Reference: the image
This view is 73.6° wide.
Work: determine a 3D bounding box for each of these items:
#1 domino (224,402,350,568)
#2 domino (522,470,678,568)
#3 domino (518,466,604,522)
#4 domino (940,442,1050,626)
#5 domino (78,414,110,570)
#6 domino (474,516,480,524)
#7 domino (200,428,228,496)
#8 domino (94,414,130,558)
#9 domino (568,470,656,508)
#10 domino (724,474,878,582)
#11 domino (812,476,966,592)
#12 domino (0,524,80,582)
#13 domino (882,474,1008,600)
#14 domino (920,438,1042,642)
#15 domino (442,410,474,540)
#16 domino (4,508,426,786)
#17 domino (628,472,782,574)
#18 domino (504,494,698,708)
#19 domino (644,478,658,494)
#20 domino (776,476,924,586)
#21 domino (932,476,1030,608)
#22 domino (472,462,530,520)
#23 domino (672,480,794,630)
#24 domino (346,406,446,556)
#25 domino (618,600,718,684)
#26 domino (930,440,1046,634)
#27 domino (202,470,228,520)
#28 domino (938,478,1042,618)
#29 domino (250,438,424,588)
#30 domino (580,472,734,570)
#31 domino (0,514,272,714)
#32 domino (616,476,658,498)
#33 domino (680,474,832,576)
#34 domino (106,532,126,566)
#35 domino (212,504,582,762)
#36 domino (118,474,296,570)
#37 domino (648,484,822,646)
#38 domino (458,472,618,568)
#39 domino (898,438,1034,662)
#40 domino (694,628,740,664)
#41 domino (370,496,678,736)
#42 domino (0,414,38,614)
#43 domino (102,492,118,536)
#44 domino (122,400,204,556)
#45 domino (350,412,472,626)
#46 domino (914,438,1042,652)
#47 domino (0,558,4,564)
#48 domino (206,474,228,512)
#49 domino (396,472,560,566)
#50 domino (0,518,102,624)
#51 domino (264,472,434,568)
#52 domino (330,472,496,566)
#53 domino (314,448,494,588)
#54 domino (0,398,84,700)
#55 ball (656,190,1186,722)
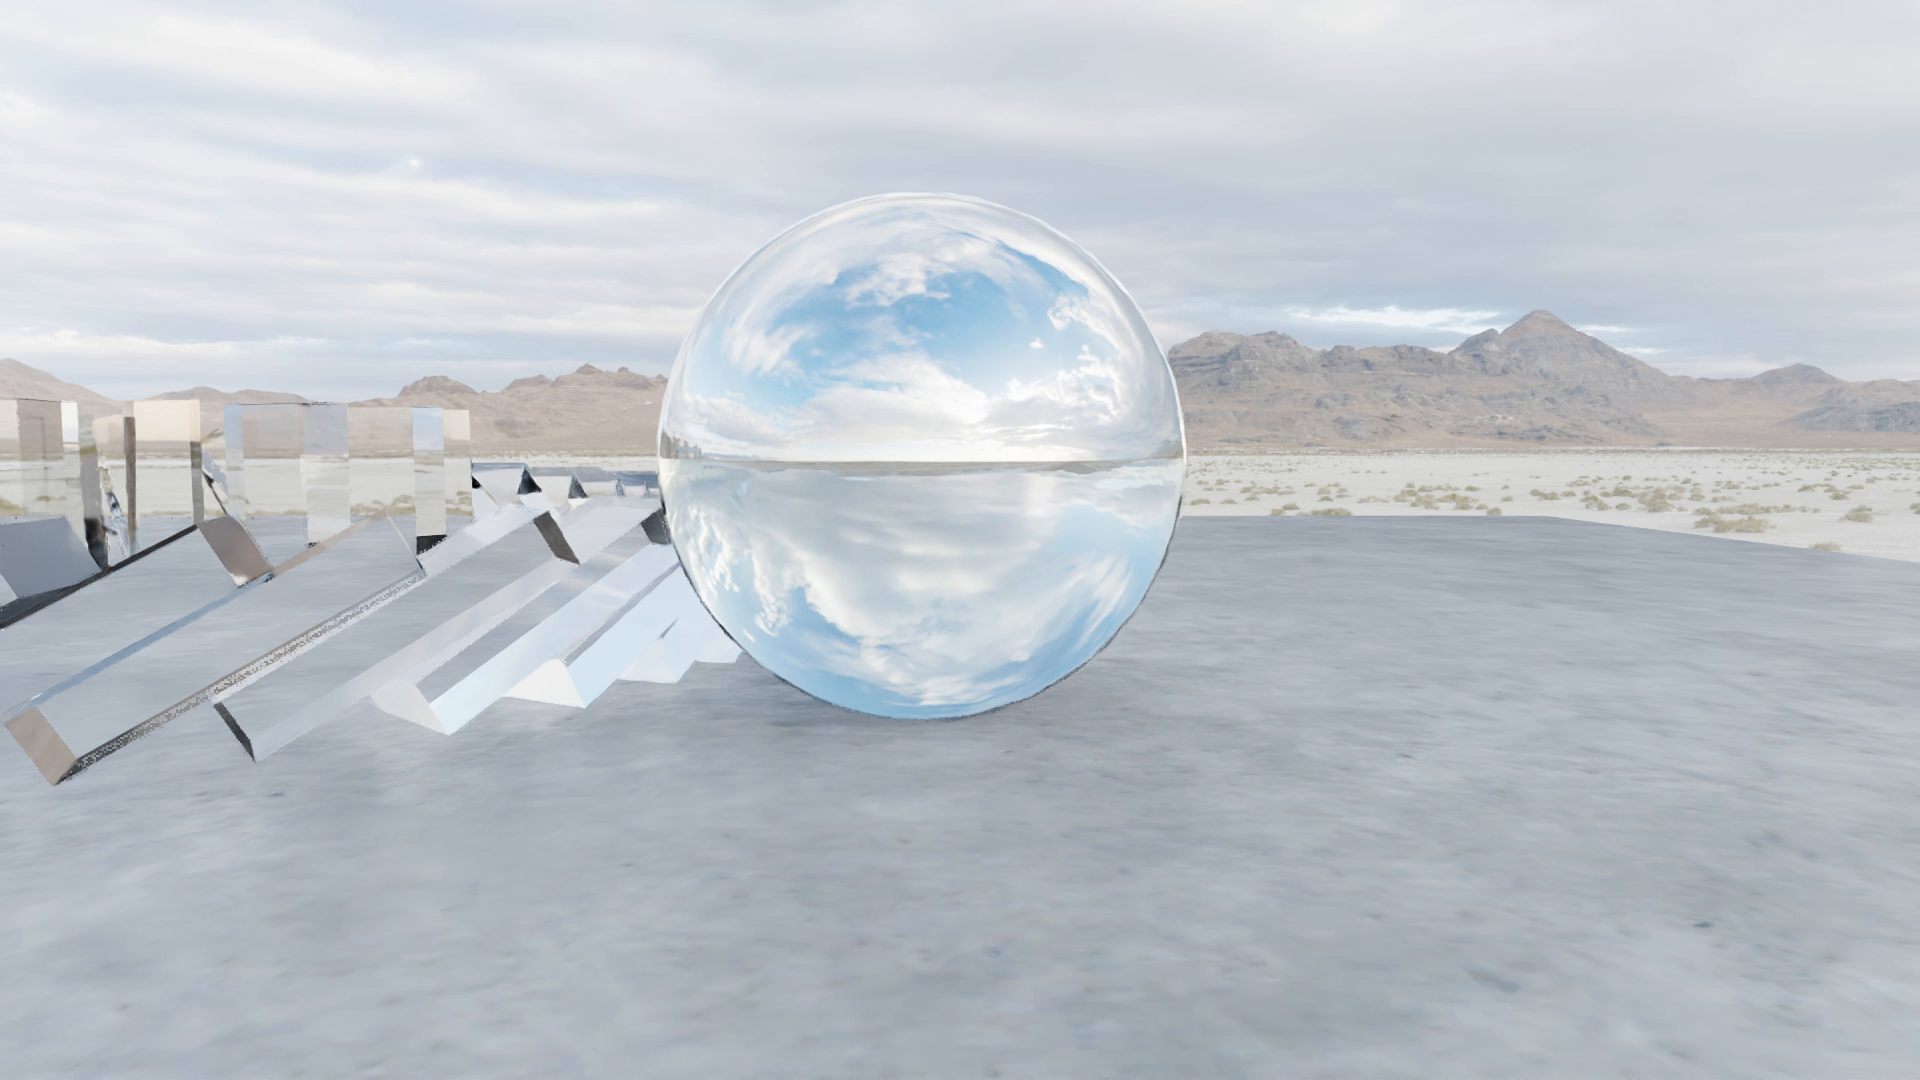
[{"bbox_3d":[-0.129,-0.001,0.247,0.025,0.050,0.009,3,5,32],"label":"domino"},{"bbox_3d":[-0.128,-0.008,0.456,0.050,0.009,0.025,32,14,16],"label":"domino"},{"bbox_3d":[-0.107,-0.004,0.378,0.025,0.010,0.050,-4,40,-46],"label":"domino"},{"bbox_3d":[0.009,-0.002,0.313,0.025,0.050,0.009,0,-39,4],"label":"domino"},{"bbox_3d":[-0.241,-0.009,0.346,0.025,0.050,0.009,3,8,39],"label":"domino"},{"bbox_3d":[-0.149,-0.006,0.389,0.050,0.009,0.025,40,12,8],"label":"domino"},{"bbox_3d":[-0.204,-0.009,0.380,0.009,0.050,0.025,-36,13,-12],"label":"domino"},{"bbox_3d":[-0.231,-0.010,0.358,0.009,0.050,0.025,-21,16,-37],"label":"domino"},{"bbox_3d":[-0.091,-0.002,0.365,0.025,0.009,0.050,-3,37,-37],"label":"domino"},{"bbox_3d":[-0.052,-0.005,0.418,0.025,0.009,0.050,-4,34,-45],"label":"domino"},{"bbox_3d":[-0.022,-0.003,0.389,0.025,0.009,0.050,-3,34,-35],"label":"domino"},{"bbox_3d":[-0.297,-0.003,0.386,0.025,0.009,0.050,4,-23,42],"label":"domino"},{"bbox_3d":[-0.005,-0.002,0.372,0.025,0.009,0.050,-1,34,-16],"label":"domino"},{"bbox_3d":[0.005,-0.001,0.287,0.025,0.050,0.009,0,-37,4],"label":"domino"},{"bbox_3d":[-0.122,-0.004,0.287,0.025,0.050,0.010,-2,5,-19],"label":"domino"},{"bbox_3d":[-0.100,0.013,0.178,0.050,0.009,0.025,-33,17,-19],"label":"domino"},{"bbox_3d":[-0.088,-0.007,0.442,0.050,0.009,0.025,35,22,27],"label":"domino"},{"bbox_3d":[-0.061,0.009,0.229,0.025,0.010,0.050,3,34,31],"label":"domino"},{"bbox_3d":[-0.066,0.001,0.332,0.025,0.009,0.050,-2,35,-22],"label":"domino"},{"bbox_3d":[-0.035,-0.004,0.405,0.025,0.009,0.050,-3,33,-37],"label":"domino"},{"bbox_3d":[0.005,0.000,0.351,0.025,0.009,0.050,0,34,-1],"label":"domino"},{"bbox_3d":[-0.127,-0.005,0.386,0.050,0.009,0.025,40,21,20],"label":"domino"},{"bbox_3d":[-0.054,0.002,0.313,0.025,0.009,0.050,0,34,-5],"label":"domino"},{"bbox_3d":[-0.121,-0.002,0.266,0.025,0.050,0.010,1,4,14],"label":"domino"},{"bbox_3d":[-0.055,0.008,0.249,0.025,0.010,0.050,2,34,21],"label":"domino"},{"bbox_3d":[0.007,-0.002,0.300,0.025,0.050,0.010,0,-37,4],"label":"domino"},{"bbox_3d":[-0.219,-0.010,0.369,0.009,0.050,0.025,-31,20,-28],"label":"domino"},{"bbox_3d":[0.008,0.001,0.332,0.025,0.010,0.050,0,34,2],"label":"domino"},{"bbox_3d":[-0.187,-0.009,0.387,0.009,0.050,0.025,-41,5,1],"label":"domino"},{"bbox_3d":[-0.107,-0.007,0.451,0.050,0.010,0.025,34,19,24],"label":"domino"},{"bbox_3d":[-0.119,0.014,0.167,0.050,0.009,0.025,-31,14,-15],"label":"domino"},{"bbox_3d":[-0.076,0.000,0.350,0.025,0.009,0.050,-2,35,-27],"label":"domino"},{"bbox_3d":[-0.069,-0.006,0.431,0.025,0.010,0.050,-5,35,-48],"label":"domino"},{"bbox_3d":[-0.284,-0.004,0.402,0.025,0.009,0.050,5,-22,46],"label":"domino"},{"bbox_3d":[-0.084,0.012,0.190,0.050,0.009,0.025,-35,21,-25],"label":"domino"},{"bbox_3d":[-0.252,-0.006,0.432,0.050,0.009,0.025,29,-8,-21],"label":"domino"},{"bbox_3d":[-0.050,0.004,0.291,0.025,0.009,0.050,1,34,8],"label":"domino"},{"bbox_3d":[-0.150,-0.008,0.457,0.050,0.009,0.025,30,8,6],"label":"domino"},{"bbox_3d":[0.002,0.001,0.262,0.025,0.050,0.009,0,-37,4],"label":"domino"},{"bbox_3d":[-0.051,0.006,0.270,0.025,0.009,0.050,1,34,16],"label":"domino"},{"bbox_3d":[-0.070,0.010,0.208,0.025,0.010,0.050,4,36,44],"label":"domino"},{"bbox_3d":[-0.250,-0.007,0.328,0.025,0.050,0.009,1,5,19],"label":"domino"},{"bbox_3d":[-0.270,-0.005,0.419,0.050,0.010,0.025,31,-13,-29],"label":"domino"},{"bbox_3d":[-0.143,0.000,0.231,0.009,0.050,0.025,-3,5,-37],"label":"domino"},{"bbox_3d":[-0.131,-0.005,0.306,0.025,0.050,0.009,-2,5,-23],"label":"domino"},{"bbox_3d":[0.005,0.000,0.274,0.025,0.050,0.009,0,-37,4],"label":"domino"},{"bbox_3d":[-0.308,-0.001,0.367,0.025,0.009,0.050,3,-23,36],"label":"domino"},{"bbox_3d":[-0.233,-0.007,0.441,0.050,0.009,0.025,29,-4,-16],"label":"domino"},{"bbox_3d":[-0.171,-0.008,0.457,0.050,0.009,0.025,28,6,1],"label":"domino"},{"bbox_3d":[-0.138,0.014,0.159,0.050,0.010,0.025,-30,10,-9],"label":"domino"},{"bbox_3d":[-0.213,-0.007,0.449,0.050,0.009,0.025,28,0,-9],"label":"domino"},{"bbox_3d":[-0.192,-0.007,0.453,0.050,0.010,0.025,28,2,-6],"label":"domino"},{"bbox_3d":[-0.168,-0.007,0.390,0.050,0.010,0.025,43,8,2],"label":"domino"},{"bbox_3d":[-0.162,0.001,0.223,0.009,0.050,0.025,-1,4,-15],"label":"domino"},{"bbox_3d":[-0.006,-0.012,0.198,0.080,0.080,0.080,0,4,0],"label":"ball"}]
